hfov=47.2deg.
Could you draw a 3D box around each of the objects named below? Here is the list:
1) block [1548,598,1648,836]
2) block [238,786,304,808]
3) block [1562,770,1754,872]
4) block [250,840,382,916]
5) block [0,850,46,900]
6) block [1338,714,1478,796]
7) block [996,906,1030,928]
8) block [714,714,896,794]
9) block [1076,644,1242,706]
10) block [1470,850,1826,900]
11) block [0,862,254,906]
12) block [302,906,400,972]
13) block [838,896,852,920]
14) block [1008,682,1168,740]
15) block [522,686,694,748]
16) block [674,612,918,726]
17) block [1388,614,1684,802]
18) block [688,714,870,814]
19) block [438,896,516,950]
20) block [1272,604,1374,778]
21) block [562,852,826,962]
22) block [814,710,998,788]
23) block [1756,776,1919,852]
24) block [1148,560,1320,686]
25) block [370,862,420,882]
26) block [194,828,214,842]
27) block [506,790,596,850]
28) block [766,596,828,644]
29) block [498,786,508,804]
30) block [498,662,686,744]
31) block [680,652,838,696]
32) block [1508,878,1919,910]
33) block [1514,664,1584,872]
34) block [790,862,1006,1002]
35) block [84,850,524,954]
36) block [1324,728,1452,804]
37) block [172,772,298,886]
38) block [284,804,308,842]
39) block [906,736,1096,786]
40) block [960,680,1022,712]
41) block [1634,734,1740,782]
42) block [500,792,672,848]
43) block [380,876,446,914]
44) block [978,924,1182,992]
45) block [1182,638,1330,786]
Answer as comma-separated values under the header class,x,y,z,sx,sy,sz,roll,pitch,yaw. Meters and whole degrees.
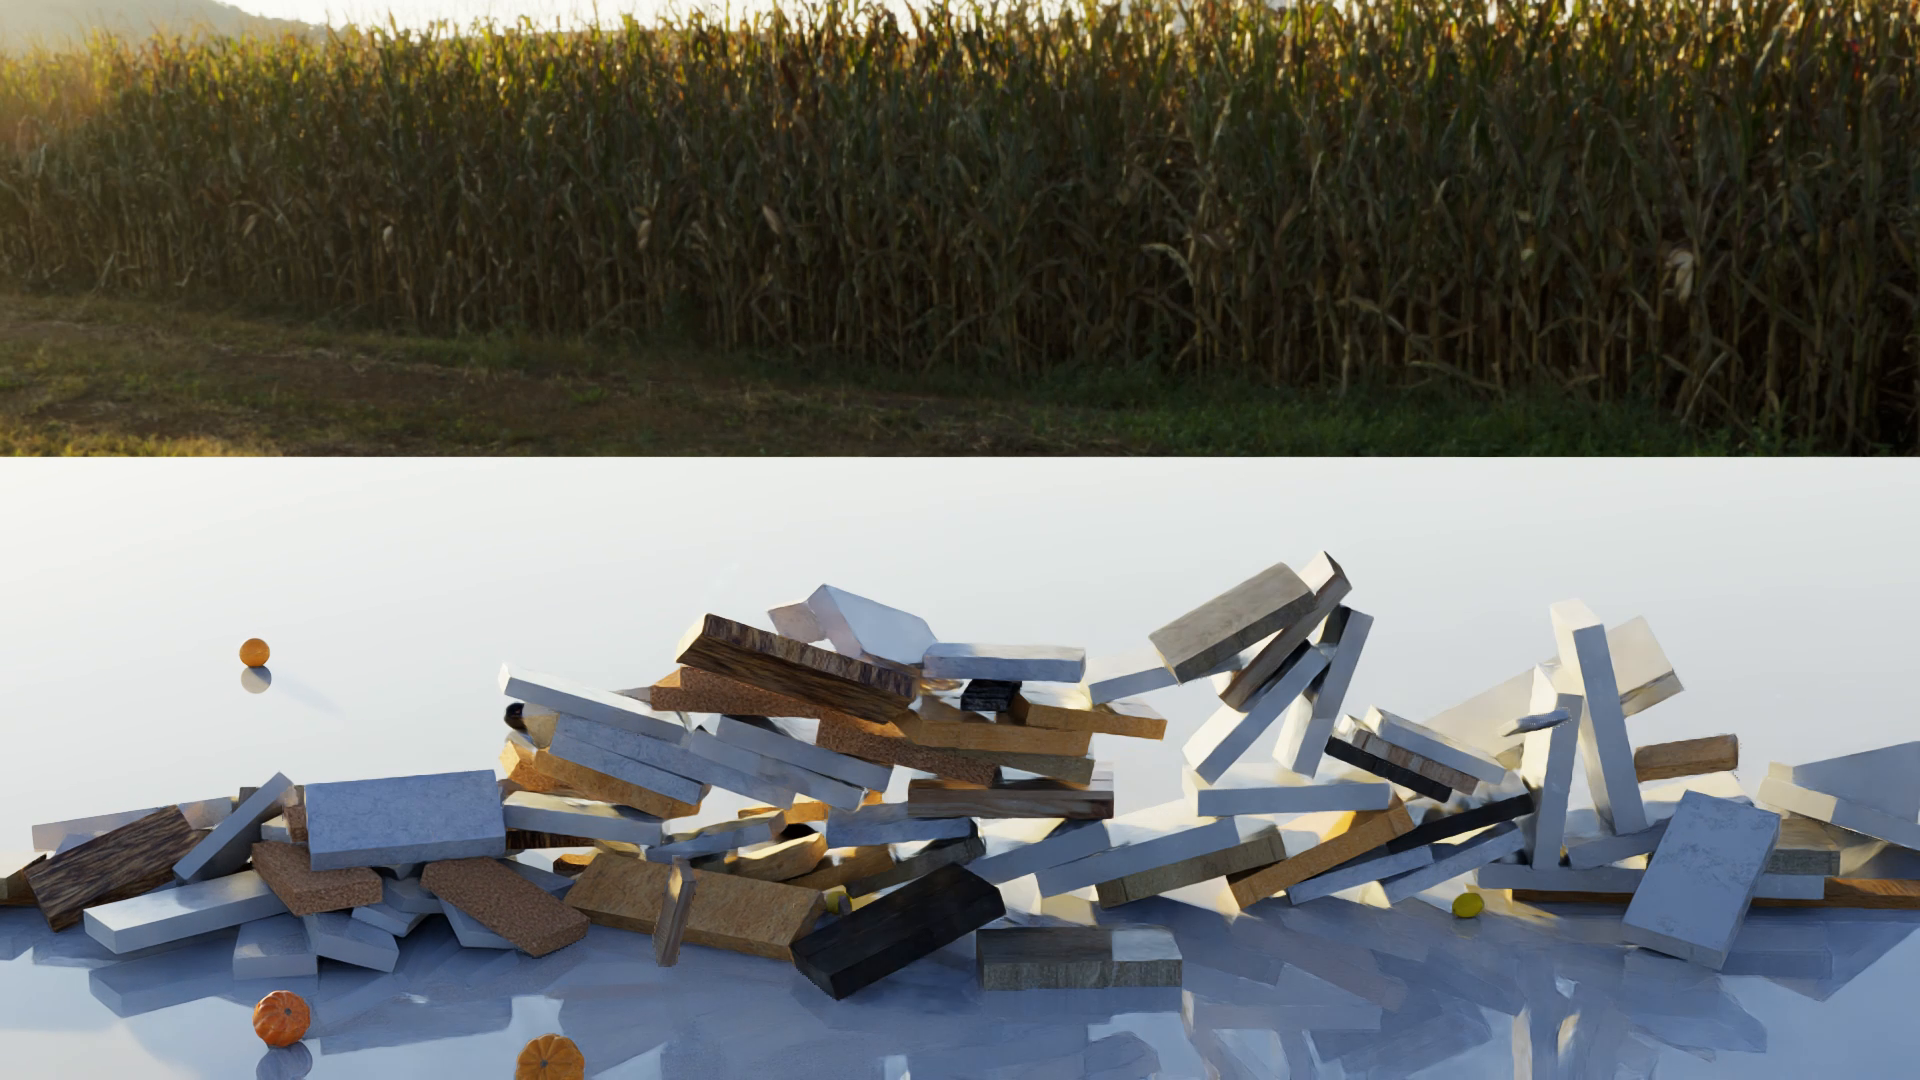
class,x,y,z,sx,sy,sz,roll,pitch,yaw
block,1.037,0.284,3.580,0.050,0.350,0.175,-14,11,6
block,-1.088,0.481,3.889,0.330,0.047,0.165,-1,-25,-5
block,1.136,0.461,3.615,0.301,0.043,0.150,-16,11,7
block,-1.018,0.525,3.473,0.133,0.038,0.266,-5,12,-31
block,-1.654,0.547,3.614,0.255,0.036,0.127,1,11,6
block,0.738,0.353,3.623,0.218,0.031,0.109,23,7,-4
block,0.054,0.573,3.392,0.053,0.015,0.105,31,-17,-36
block,-0.254,0.343,3.698,0.297,0.042,0.149,18,9,1
block,0.324,0.209,3.645,0.255,0.036,0.127,-13,14,-7
block,1.136,0.544,3.671,0.552,0.043,0.152,1,11,6
block,-1.569,0.572,3.671,1.281,0.034,0.120,0,11,0
block,-0.949,0.597,3.406,0.120,0.034,0.240,20,2,-25
block,-0.181,0.601,3.476,0.014,0.048,0.096,-2,11,-10
block,0.202,0.279,3.607,0.248,0.035,0.124,9,11,-22
block,-0.619,0.323,3.878,0.275,0.127,0.036,-7,45,7
block,-0.250,0.200,3.378,0.353,0.035,0.124,19,-30,-19
block,0.958,0.324,3.830,0.573,0.050,0.175,-28,27,14
block,-0.298,0.375,3.722,0.298,0.042,0.149,20,8,4
block,-0.763,0.585,3.463,0.087,0.025,0.174,11,17,-33
block,0.594,0.243,3.608,0.040,0.279,0.140,20,3,-6
block,-0.426,0.580,3.491,0.423,0.035,0.122,5,38,26
block,-0.081,0.337,3.667,0.297,0.042,0.148,13,12,4
block,1.552,0.482,3.767,0.395,0.043,0.150,18,-1,-32
block,0.441,0.133,3.566,0.255,0.036,0.127,-29,26,-2
block,-0.880,0.474,3.561,0.088,0.025,0.175,14,42,31
block,-1.180,0.510,3.766,0.330,0.047,0.165,-5,-5,4
block,-0.762,0.476,3.745,0.261,0.037,0.131,1,24,-21
block,-0.255,0.134,3.676,0.147,0.073,0.021,-14,16,45
block,-0.880,0.467,3.630,0.244,0.035,0.122,-2,42,7
block,-0.619,0.274,3.690,0.305,0.032,0.113,18,4,-18
block,-0.296,0.220,3.656,0.307,0.043,0.153,1,9,7
block,1.650,0.586,3.627,1.471,0.023,0.081,1,11,4
block,0.965,0.372,3.615,0.043,0.303,0.152,4,15,1
block,-0.094,0.589,3.328,0.295,0.042,0.148,-24,19,-23
block,-1.049,0.552,3.578,0.697,0.037,0.131,-10,13,-40
block,0.699,0.368,3.641,0.218,0.031,0.109,23,7,-5
block,-1.181,0.489,3.596,0.032,0.113,0.227,36,60,13
block,-0.998,0.445,3.561,0.175,0.025,0.088,-9,20,-21
block,0.067,0.329,3.641,0.307,0.043,0.153,13,11,-1
block,0.051,0.242,3.528,0.073,0.021,0.147,2,14,12
block,1.190,0.357,3.604,0.161,0.023,0.081,-12,19,26
block,-0.622,0.464,3.665,0.266,0.038,0.133,7,2,-1
block,-0.856,0.569,3.523,0.087,0.025,0.174,23,4,33
block,0.178,0.632,3.331,0.295,0.042,0.148,-1,11,-4
block,0.485,0.273,3.623,0.040,0.279,0.140,42,6,-8
